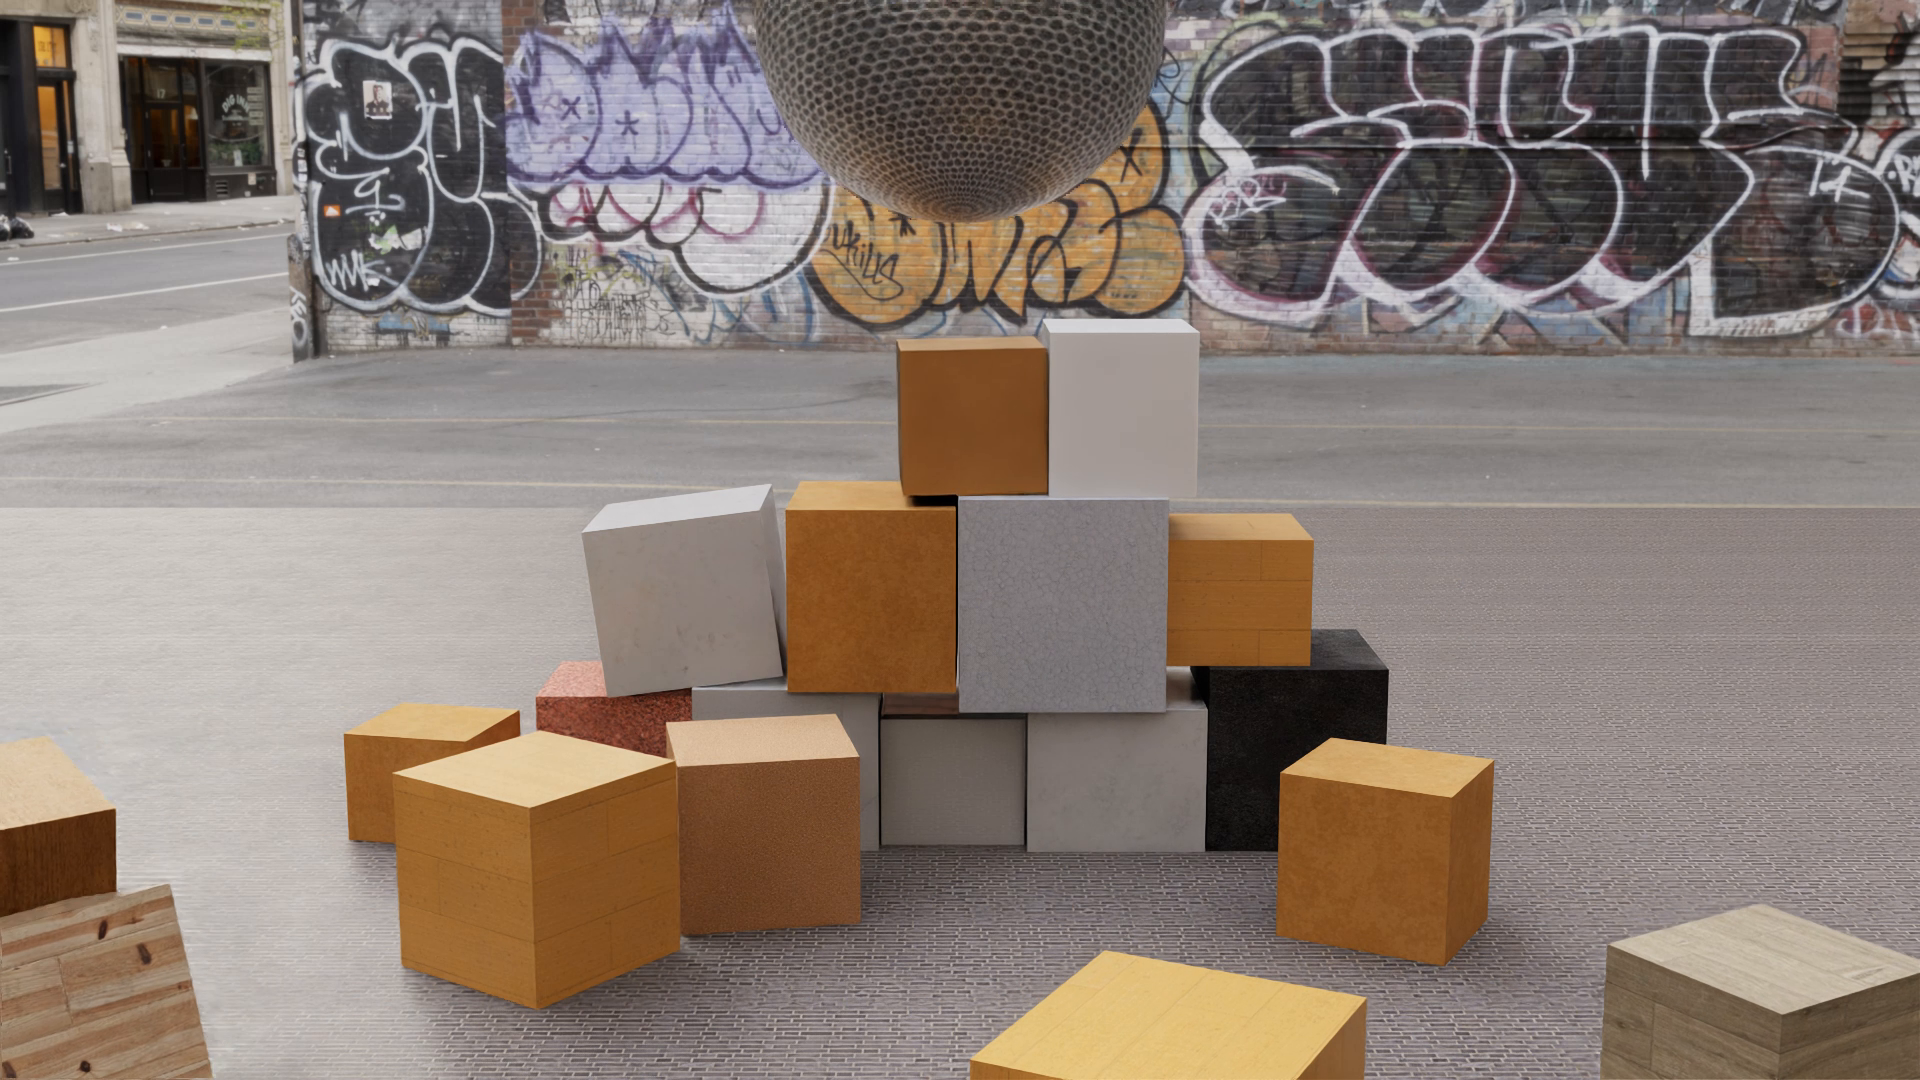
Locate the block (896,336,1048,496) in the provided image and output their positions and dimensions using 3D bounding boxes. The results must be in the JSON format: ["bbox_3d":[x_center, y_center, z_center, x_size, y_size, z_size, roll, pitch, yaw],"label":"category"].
[{"bbox_3d":[0.052,-0.630,11.019,0.707,0.708,0.688,-1,10,-3],"label":"block"}]

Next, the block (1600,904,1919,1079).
[{"bbox_3d":[2.806,1.794,7.674,0.803,0.725,0.738,-6,12,-31],"label":"block"}]

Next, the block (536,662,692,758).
[{"bbox_3d":[-1.726,1.092,11.397,0.777,0.773,0.762,0,10,0],"label":"block"}]

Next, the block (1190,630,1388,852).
[{"bbox_3d":[1.673,1.016,11.369,0.882,0.933,0.916,0,10,0],"label":"block"}]

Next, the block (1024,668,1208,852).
[{"bbox_3d":[0.779,1.120,11.363,0.888,0.730,0.892,0,10,0],"label":"block"}]

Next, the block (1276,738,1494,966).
[{"bbox_3d":[1.910,1.379,9.869,0.770,0.755,0.662,6,12,28],"label":"block"}]

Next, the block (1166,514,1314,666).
[{"bbox_3d":[1.375,0.243,11.239,0.725,0.635,0.778,0,10,0],"label":"block"}]

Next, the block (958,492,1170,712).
[{"bbox_3d":[0.502,0.237,11.212,1.015,1.060,0.999,0,10,0],"label":"block"}]

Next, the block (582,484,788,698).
[{"bbox_3d":[-1.372,0.243,11.265,0.880,0.841,0.861,-7,10,1],"label":"block"}]

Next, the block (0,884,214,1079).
[{"bbox_3d":[-3.278,1.691,7.716,0.778,0.714,0.859,-14,-1,41],"label":"block"}]

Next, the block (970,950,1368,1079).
[{"bbox_3d":[0.647,1.896,6.688,0.887,0.876,0.983,5,12,27],"label":"block"}]

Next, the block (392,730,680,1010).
[{"bbox_3d":[-1.818,1.394,9.492,0.837,0.861,0.848,7,13,35],"label":"block"}]

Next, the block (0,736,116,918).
[{"bbox_3d":[-3.970,1.414,9.017,0.728,0.874,0.822,-8,22,-39],"label":"block"}]

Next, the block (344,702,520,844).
[{"bbox_3d":[-2.710,1.208,11.367,0.666,0.557,0.641,2,11,13],"label":"block"}]

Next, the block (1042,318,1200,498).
[{"bbox_3d":[0.788,-0.674,11.024,0.719,0.801,0.811,0,10,0],"label":"block"}]

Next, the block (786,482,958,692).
[{"bbox_3d":[-0.429,0.221,11.181,0.825,0.910,0.906,0,10,1],"label":"block"}]

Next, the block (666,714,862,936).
[{"bbox_3d":[-0.922,1.303,10.212,0.813,0.782,0.761,-2,11,-11],"label":"block"}]

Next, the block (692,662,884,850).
[{"bbox_3d":[-0.864,1.069,11.374,0.919,0.828,0.895,0,10,0],"label":"block"}]

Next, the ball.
[{"bbox_3d":[0.000,-2.041,8.546,1.600,1.600,1.600,0,10,0],"label":"ball"}]

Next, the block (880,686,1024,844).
[{"bbox_3d":[-0.037,1.156,11.385,0.721,0.653,0.692,0,10,0],"label":"block"}]
